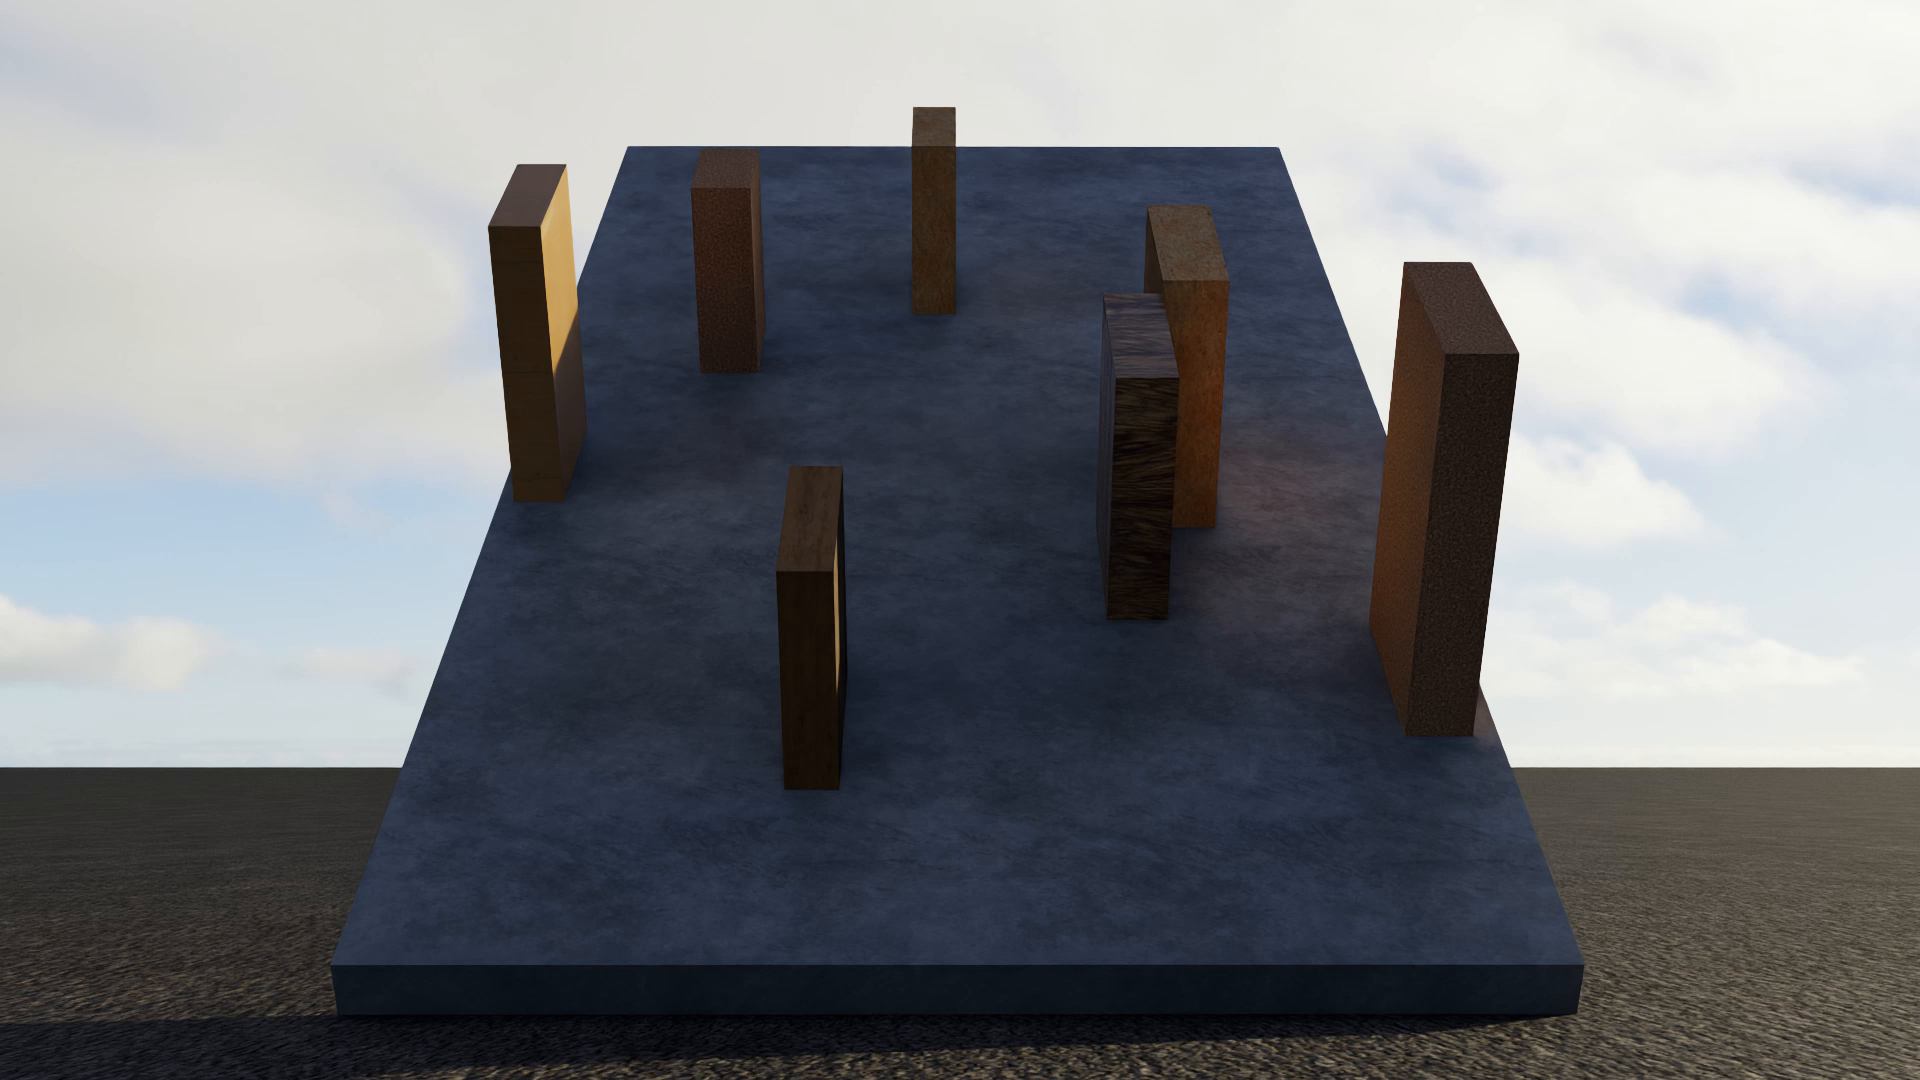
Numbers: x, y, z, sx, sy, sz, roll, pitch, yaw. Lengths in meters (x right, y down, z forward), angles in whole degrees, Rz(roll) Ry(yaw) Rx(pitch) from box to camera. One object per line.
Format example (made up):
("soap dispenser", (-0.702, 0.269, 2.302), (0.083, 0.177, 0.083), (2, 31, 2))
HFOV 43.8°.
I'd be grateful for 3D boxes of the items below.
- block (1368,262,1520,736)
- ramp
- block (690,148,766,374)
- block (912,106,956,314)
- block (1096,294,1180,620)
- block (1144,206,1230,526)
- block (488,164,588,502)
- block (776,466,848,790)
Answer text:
("block", (0.882, -0.076, 4.406), (0.126, 0.768, 0.423), (0, 28, 0))
("ramp", (-0.012, -0.222, 5.594), (2.000, 0.100, 4.000), (0, 28, 0))
("block", (-0.564, -0.684, 5.844), (0.141, 0.476, 0.280), (0, 28, 0))
("block", (-0.067, -0.856, 6.195), (0.111, 0.452, 0.314), (0, 28, 0))
("block", (0.354, -0.173, 4.836), (0.121, 0.531, 0.419), (0, 28, 0))
("block", (0.479, -0.382, 5.189), (0.136, 0.567, 0.441), (0, 28, 0))
("block", (-0.921, -0.456, 5.243), (0.109, 0.639, 0.386), (0, 28, 0))
("block", (-0.264, 0.154, 4.314), (0.097, 0.443, 0.400), (0, 28, 0))
